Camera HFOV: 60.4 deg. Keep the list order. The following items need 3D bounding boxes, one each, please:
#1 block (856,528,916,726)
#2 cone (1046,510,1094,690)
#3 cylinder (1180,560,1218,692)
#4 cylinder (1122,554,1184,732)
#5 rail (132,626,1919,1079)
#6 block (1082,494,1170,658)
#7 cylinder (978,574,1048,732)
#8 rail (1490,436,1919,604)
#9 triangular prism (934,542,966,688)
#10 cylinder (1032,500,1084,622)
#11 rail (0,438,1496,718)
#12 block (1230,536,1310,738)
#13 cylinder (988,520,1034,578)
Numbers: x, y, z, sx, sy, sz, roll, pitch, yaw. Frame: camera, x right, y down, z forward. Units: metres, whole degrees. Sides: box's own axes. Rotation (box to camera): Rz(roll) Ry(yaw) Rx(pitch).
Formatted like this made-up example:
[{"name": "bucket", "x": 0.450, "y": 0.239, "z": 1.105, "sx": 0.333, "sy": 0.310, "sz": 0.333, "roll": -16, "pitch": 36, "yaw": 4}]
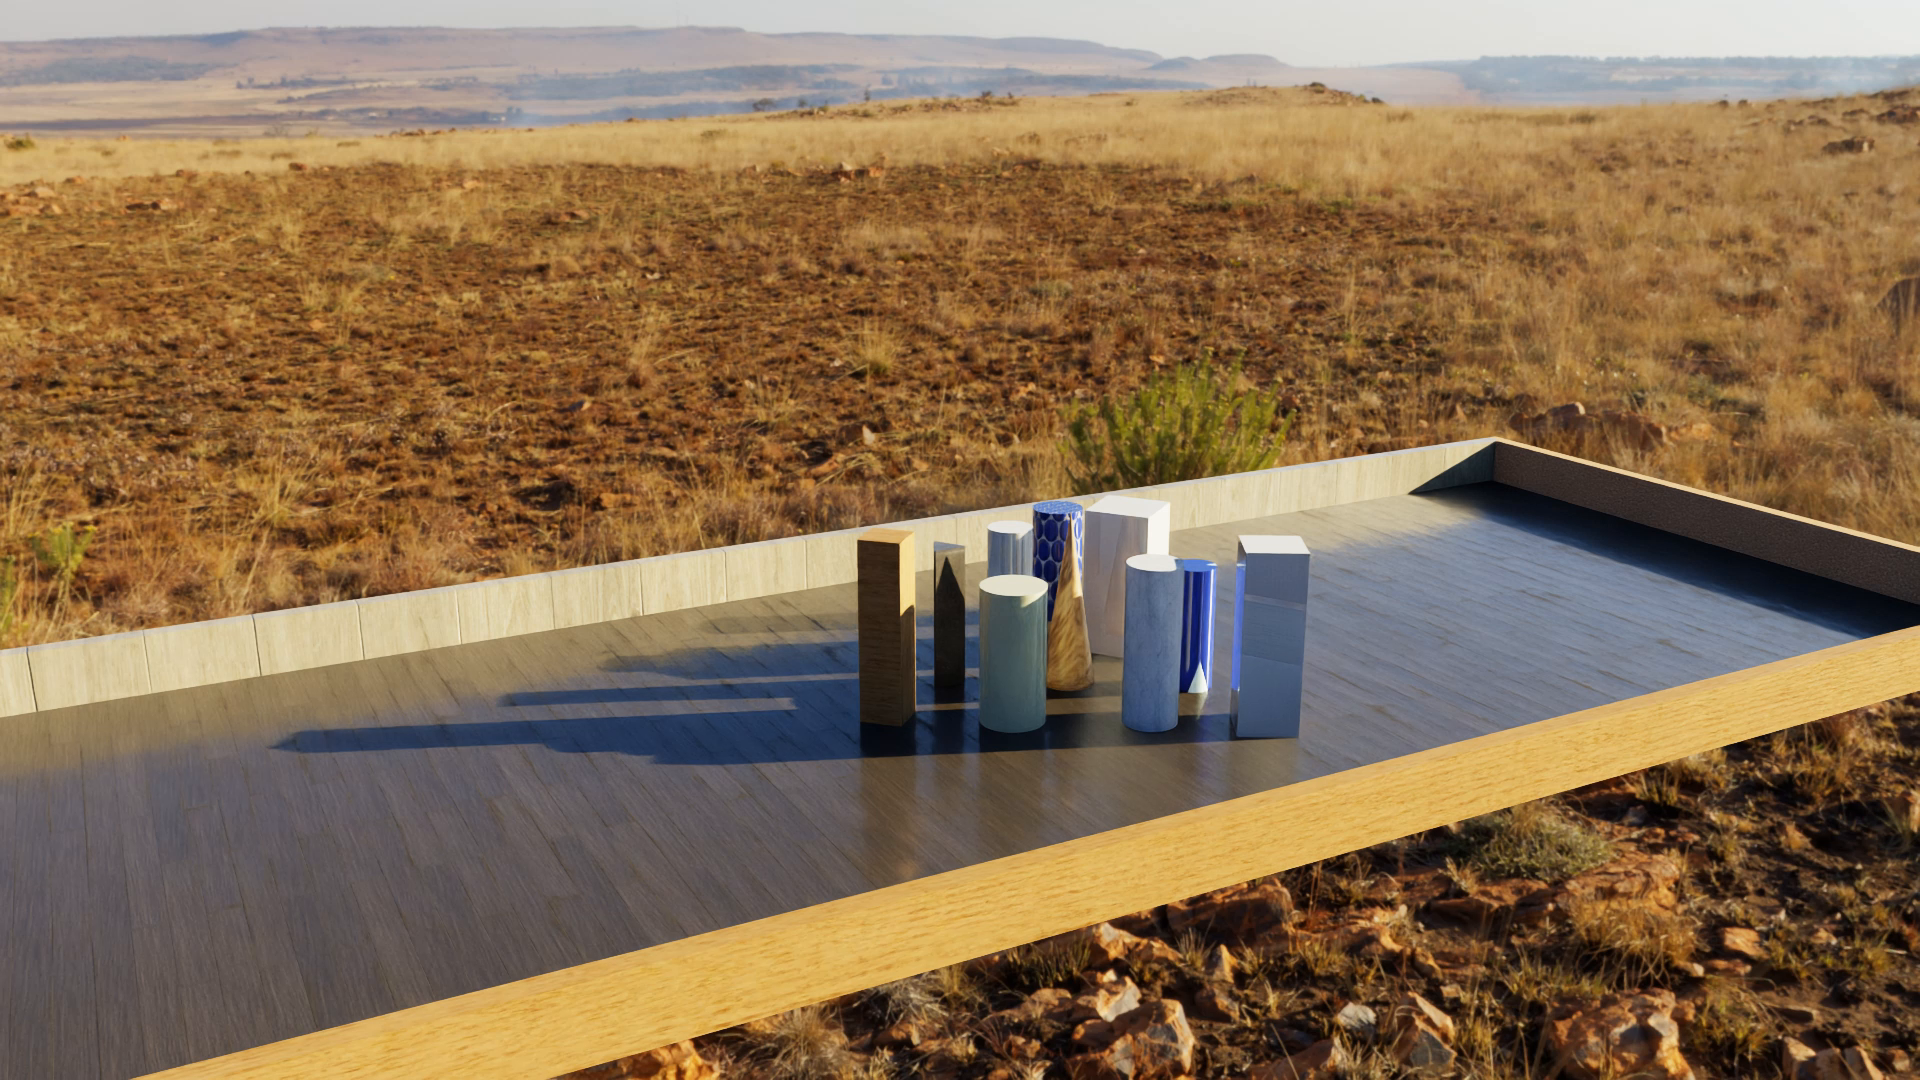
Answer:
[{"name": "block", "x": -0.171, "y": 0.204, "z": 3.864, "sx": 0.104, "sy": 0.448, "sz": 0.104, "roll": 5, "pitch": 17, "yaw": 17}, {"name": "cone", "x": 0.271, "y": 0.142, "z": 4.085, "sx": 0.135, "sy": 0.444, "sz": 0.135, "roll": 0, "pitch": 16, "yaw": 0}, {"name": "cylinder", "x": 0.576, "y": 0.212, "z": 4.076, "sx": 0.104, "sy": 0.314, "sz": 0.104, "roll": 0, "pitch": 16, "yaw": 0}, {"name": "cylinder", "x": 0.449, "y": 0.240, "z": 3.844, "sx": 0.133, "sy": 0.392, "sz": 0.133, "roll": 0, "pitch": 16, "yaw": 0}, {"name": "rail", "x": -2.336, "y": 1.006, "z": 1.665, "sx": 12.000, "sy": 0.150, "sz": 0.050, "roll": -9, "pitch": 18, "yaw": -27}, {"name": "block", "x": 0.436, "y": 0.097, "z": 4.340, "sx": 0.173, "sy": 0.386, "sz": 0.173, "roll": 8, "pitch": 18, "yaw": 24}, {"name": "cylinder", "x": 0.124, "y": 0.265, "z": 3.859, "sx": 0.159, "sy": 0.335, "sz": 0.159, "roll": 0, "pitch": 16, "yaw": 0}, {"name": "rail", "x": 2.466, "y": -0.048, "z": 5.253, "sx": 0.050, "sy": 0.150, "sz": 2.100, "roll": -9, "pitch": 18, "yaw": -27}, {"name": "triangular prism", "x": -0.044, "y": 0.183, "z": 4.104, "sx": 0.087, "sy": 0.355, "sz": 0.076, "roll": -10, "pitch": 19, "yaw": -30}, {"name": "cylinder", "x": 0.271, "y": 0.058, "z": 4.608, "sx": 0.140, "sy": 0.310, "sz": 0.140, "roll": 0, "pitch": 16, "yaw": 0}, {"name": "rail", "x": -3.305, "y": 0.497, "z": 3.399, "sx": 12.000, "sy": 0.150, "sz": 0.050, "roll": -9, "pitch": 18, "yaw": -27}, {"name": "block", "x": 0.713, "y": 0.222, "z": 3.811, "sx": 0.142, "sy": 0.444, "sz": 0.142, "roll": 1, "pitch": 16, "yaw": 2}, {"name": "cylinder", "x": 0.131, "y": 0.127, "z": 4.328, "sx": 0.120, "sy": 0.336, "sz": 0.120, "roll": 0, "pitch": 16, "yaw": 0}]
